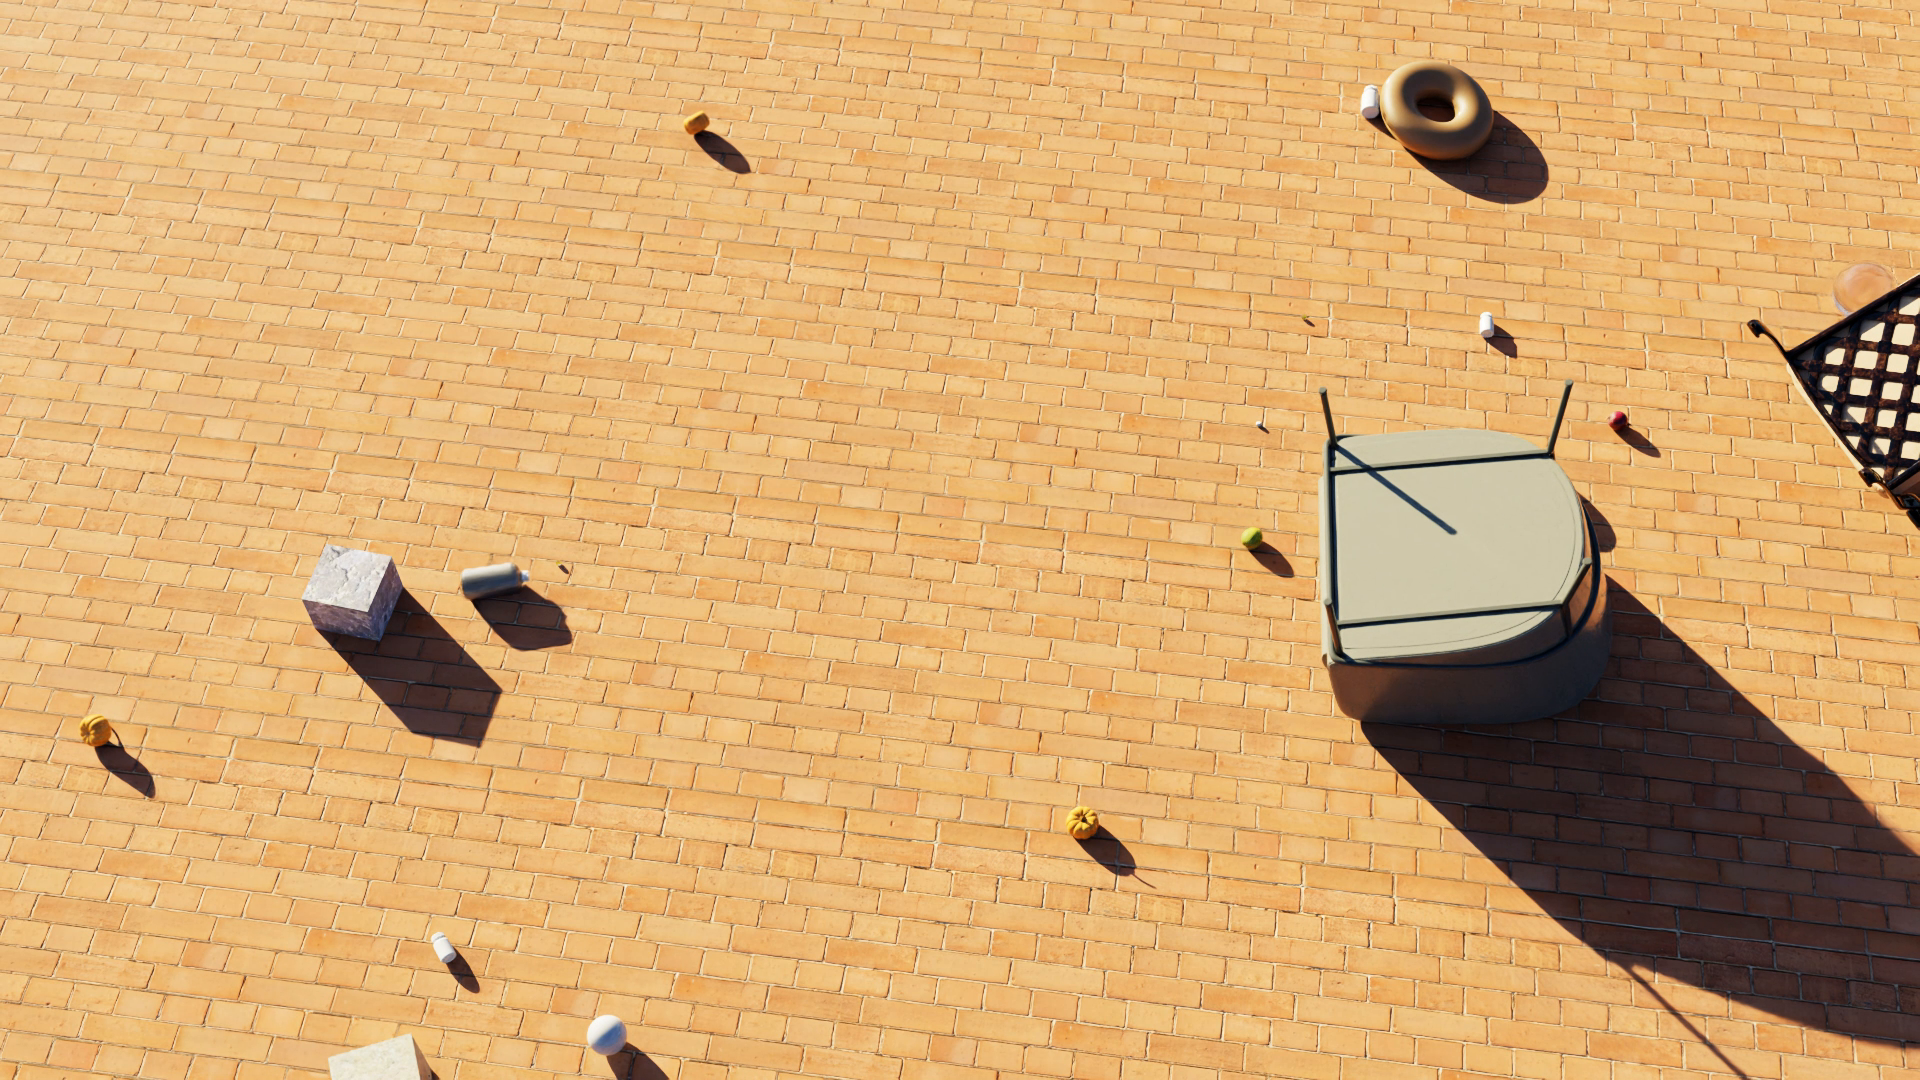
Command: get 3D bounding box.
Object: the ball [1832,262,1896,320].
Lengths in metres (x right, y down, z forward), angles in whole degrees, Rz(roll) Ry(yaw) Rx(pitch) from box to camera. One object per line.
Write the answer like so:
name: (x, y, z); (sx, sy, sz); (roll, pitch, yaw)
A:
ball: (2.873, -0.791, 6.993); (0.186, 0.186, 0.186); (0, 56, 0)

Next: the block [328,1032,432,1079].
block: (-1.438, 1.381, 5.504); (0.206, 0.238, 0.159); (-15, 57, -10)

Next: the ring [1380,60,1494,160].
ring: (1.623, -1.465, 7.495); (0.373, 0.105, 0.441); (-16, 58, -9)

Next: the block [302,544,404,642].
block: (-1.759, 0.153, 6.374); (0.200, 0.162, 0.193); (10, 57, 7)

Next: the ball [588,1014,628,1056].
ball: (-0.907, 1.274, 5.657); (0.103, 0.103, 0.103); (0, 56, 0)

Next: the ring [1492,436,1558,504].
ring: (1.714, -0.212, 6.665); (0.161, 0.088, 0.249); (-26, 59, -15)
